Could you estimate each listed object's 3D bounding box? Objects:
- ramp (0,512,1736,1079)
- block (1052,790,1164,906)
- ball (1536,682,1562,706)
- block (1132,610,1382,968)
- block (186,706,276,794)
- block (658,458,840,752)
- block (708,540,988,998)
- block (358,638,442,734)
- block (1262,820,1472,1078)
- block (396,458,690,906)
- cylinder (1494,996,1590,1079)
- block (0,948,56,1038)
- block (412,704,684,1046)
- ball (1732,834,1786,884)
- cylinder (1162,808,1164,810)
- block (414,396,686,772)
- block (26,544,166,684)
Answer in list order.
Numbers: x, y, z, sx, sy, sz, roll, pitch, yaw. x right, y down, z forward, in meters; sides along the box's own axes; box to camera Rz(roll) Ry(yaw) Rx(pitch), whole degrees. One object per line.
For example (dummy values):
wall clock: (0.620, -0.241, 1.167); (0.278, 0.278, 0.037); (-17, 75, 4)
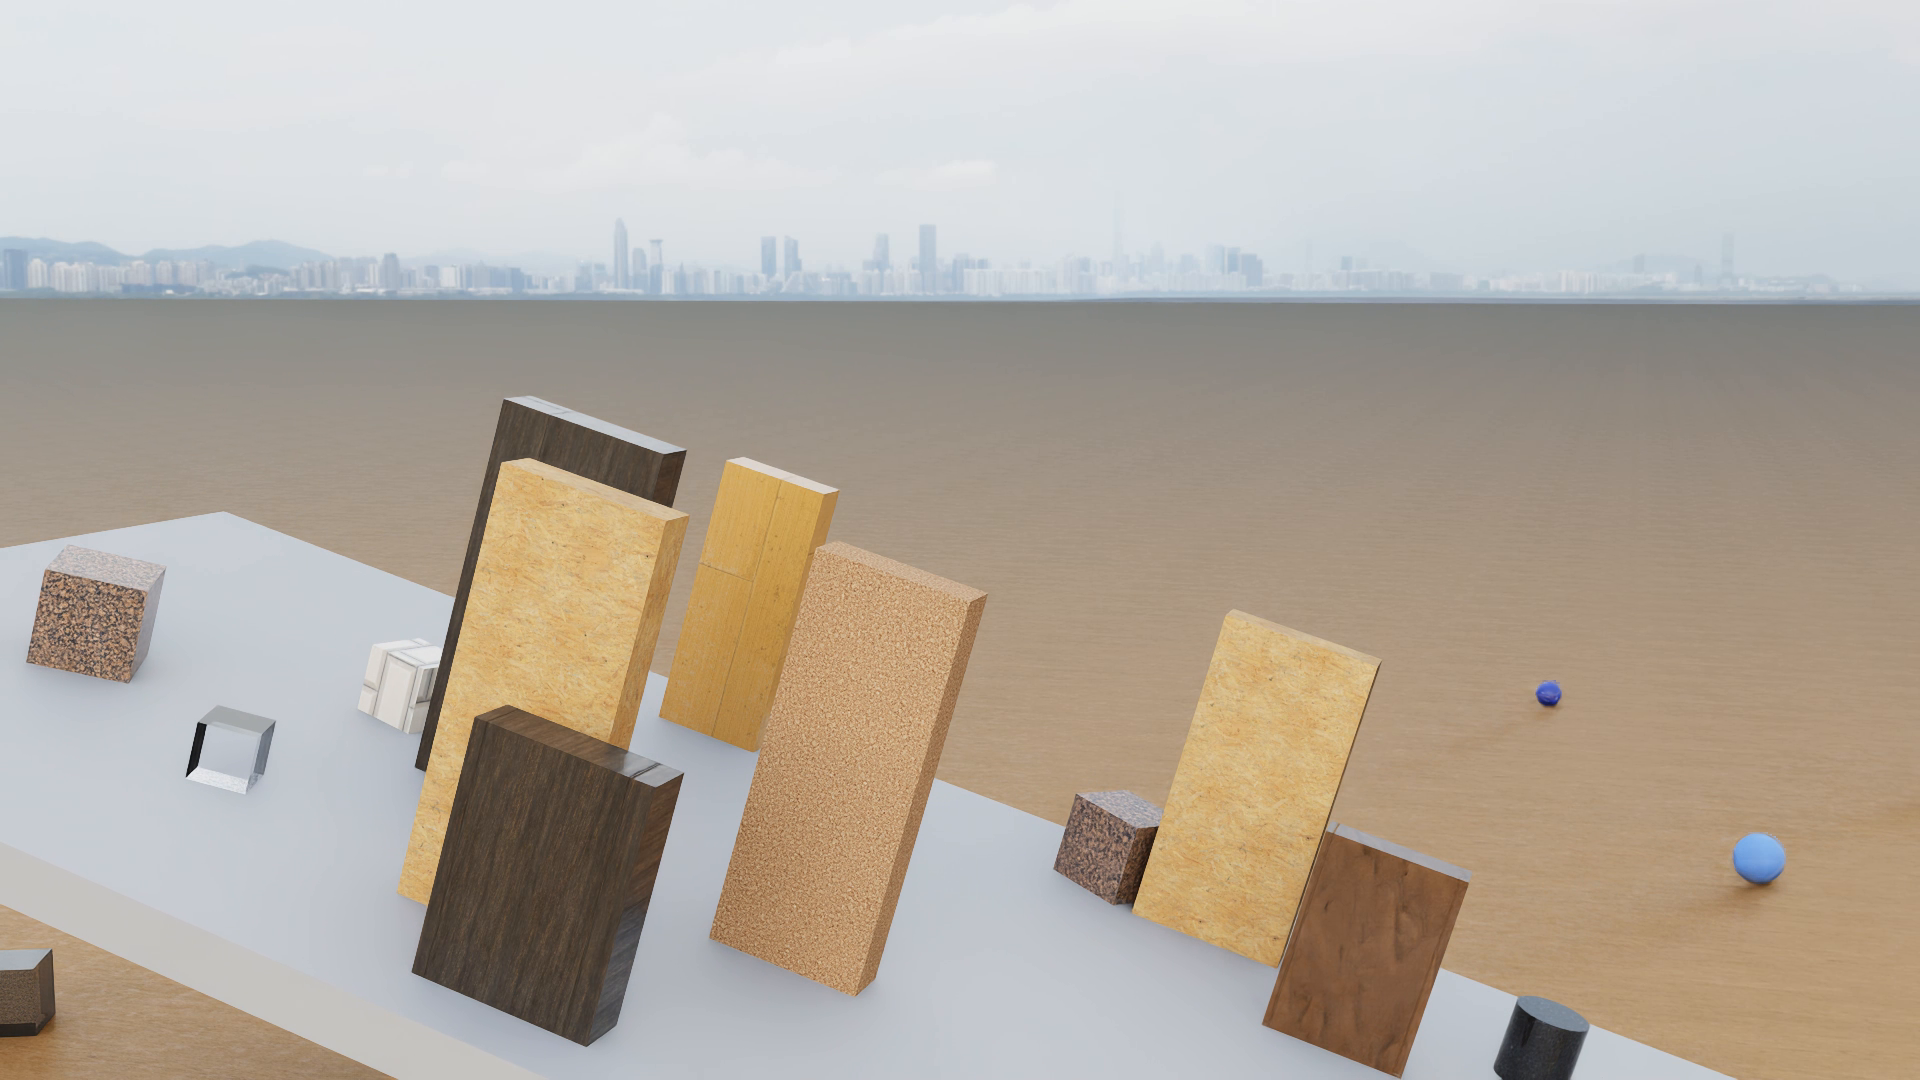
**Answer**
ramp: (-0.372, 0.720, 4.236); (4.000, 0.100, 2.000); (19, 12, 14)
block: (0.348, 0.666, 4.779); (0.179, 0.179, 0.179); (26, 15, 40)
ball: (2.532, 0.661, 9.454); (0.107, 0.107, 0.107); (0, 7, 0)
block: (0.617, 0.518, 4.594); (0.324, 0.676, 0.090); (19, 12, 14)
block: (-1.327, 0.381, 4.003); (0.110, 0.110, 0.110); (15, 11, -4)
block: (-0.481, 0.146, 4.999); (0.243, 0.619, 0.100); (19, 12, 14)
block: (-0.200, 0.401, 3.866); (0.288, 0.740, 0.109); (19, 12, 14)
block: (-1.134, 0.301, 4.567); (0.142, 0.142, 0.142); (21, 13, 25)
block: (0.780, 0.785, 4.221); (0.279, 0.410, 0.082); (19, 12, 14)
block: (-0.700, 0.280, 3.672); (0.304, 0.772, 0.094); (19, 12, 14)
cylinder: (1.151, 1.003, 4.355); (0.147, 0.147, 0.147); (15, 11, -3)
block: (-2.342, 1.115, 5.415); (0.168, 0.168, 0.168); (-1, 7, -7)
block: (-0.647, 0.522, 3.441); (0.316, 0.436, 0.105); (19, 12, 14)
ball: (2.432, 0.970, 6.694); (0.151, 0.151, 0.151); (0, 7, 0)
cylinder: (0.701, 0.936, 7.014); (0.143, 0.143, 0.143); (-5, 9, -38)
block: (-0.795, 0.138, 4.252); (0.344, 0.759, 0.106); (19, 12, 14)
block: (-1.716, 0.146, 4.377); (0.194, 0.194, 0.194); (14, 12, -12)
